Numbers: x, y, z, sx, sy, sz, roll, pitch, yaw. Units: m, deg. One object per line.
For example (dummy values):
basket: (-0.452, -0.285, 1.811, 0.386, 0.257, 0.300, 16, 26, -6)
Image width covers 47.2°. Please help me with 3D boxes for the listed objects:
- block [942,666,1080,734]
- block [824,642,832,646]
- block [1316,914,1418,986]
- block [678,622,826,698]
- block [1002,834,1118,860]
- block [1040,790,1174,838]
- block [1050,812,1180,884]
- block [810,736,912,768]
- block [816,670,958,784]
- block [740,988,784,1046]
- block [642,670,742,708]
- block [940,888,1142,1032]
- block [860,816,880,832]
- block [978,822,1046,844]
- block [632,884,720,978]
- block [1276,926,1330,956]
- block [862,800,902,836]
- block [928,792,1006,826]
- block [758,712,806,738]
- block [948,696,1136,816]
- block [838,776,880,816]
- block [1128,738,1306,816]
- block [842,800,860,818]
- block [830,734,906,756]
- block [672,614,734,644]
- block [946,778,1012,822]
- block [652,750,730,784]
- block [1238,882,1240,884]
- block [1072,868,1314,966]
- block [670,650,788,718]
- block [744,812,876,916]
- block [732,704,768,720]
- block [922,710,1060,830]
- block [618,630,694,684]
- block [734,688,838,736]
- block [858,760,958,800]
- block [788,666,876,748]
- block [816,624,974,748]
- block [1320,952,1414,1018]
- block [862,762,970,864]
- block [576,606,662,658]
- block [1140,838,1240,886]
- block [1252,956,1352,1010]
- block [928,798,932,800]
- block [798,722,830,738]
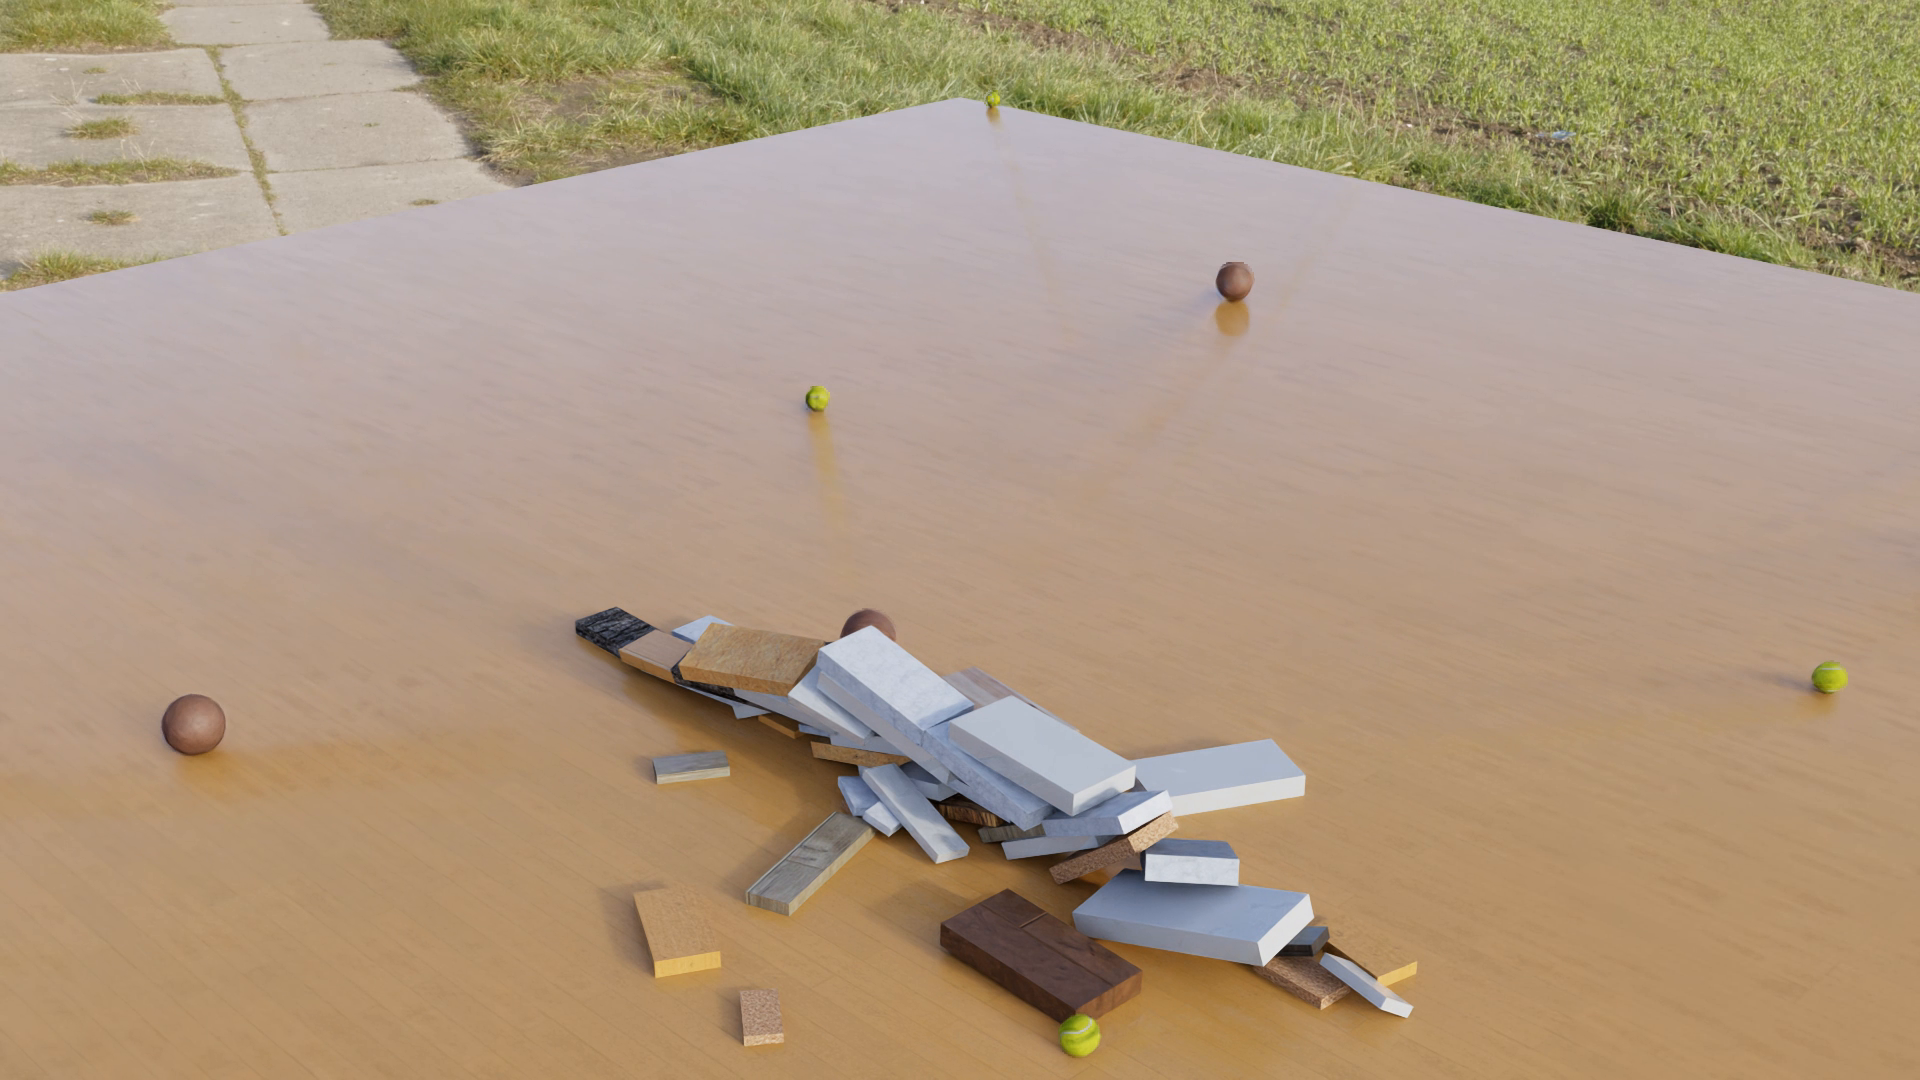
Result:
block: (0.076, 0.385, 4.792, 0.167, 0.047, 0.375, -16, 28, -33)
block: (-0.229, 0.294, 4.589, 0.096, 0.027, 0.193, -3, 48, -6)
block: (0.726, 0.743, 3.977, 0.093, 0.026, 0.186, -14, 27, -29)
block: (-0.442, 0.257, 4.711, 0.289, 0.041, 0.144, 7, 41, 26)
block: (0.210, 0.565, 4.244, 0.247, 0.035, 0.124, -16, 6, 45)
block: (0.273, 0.514, 4.120, 0.124, 0.035, 0.247, -23, 5, -33)
block: (0.289, 0.582, 4.152, 0.124, 0.035, 0.247, -25, -5, -40)
block: (-0.186, 0.432, 4.618, 0.124, 0.035, 0.247, -21, 16, -40)
block: (-0.107, 0.351, 4.457, 0.362, 0.043, 0.151, 34, 39, 27)
block: (-0.343, 0.823, 3.797, 0.067, 0.019, 0.134, -3, 23, -8)
block: (-0.574, 0.298, 4.953, 0.108, 0.030, 0.354, -31, 31, -35)
block: (0.142, 0.745, 3.924, 0.169, 0.048, 0.338, -21, 33, -39)
block: (-0.133, 0.554, 4.432, 0.122, 0.017, 0.061, -11, 25, -25)
block: (0.137, 0.554, 4.310, 0.097, 0.028, 0.194, -24, 6, -43)
block: (-0.521, 0.714, 4.034, 0.118, 0.034, 0.237, -7, 24, -16)
block: (0.576, 0.723, 3.963, 0.159, 0.023, 0.080, -6, 12, 33)
block: (-0.128, 0.540, 4.390, 0.067, 0.019, 0.134, 31, 33, 21)
block: (0.034, 0.532, 4.409, 0.194, 0.028, 0.097, 3, 20, 46)
block: (-0.379, 0.397, 4.804, 0.061, 0.017, 0.122, -21, 31, -40)
block: (0.155, 0.412, 4.235, 0.169, 0.048, 0.338, -20, 34, -39)
block: (-0.199, 0.518, 4.458, 0.067, 0.019, 0.134, 2, 21, -18)
block: (0.524, 0.492, 4.540, 0.333, 0.047, 0.166, -7, 24, -16)
block: (-0.173, 0.533, 4.482, 0.121, 0.017, 0.061, -14, 27, -29)
block: (-0.140, 0.400, 4.553, 0.247, 0.035, 0.124, 3, 18, 43)
block: (-0.550, 0.242, 5.147, 0.237, 0.034, 0.118, 20, 30, 38)
block: (0.061, 0.489, 4.364, 0.194, 0.028, 0.097, 27, 35, 36)
block: (-0.564, 0.476, 4.612, 0.152, 0.022, 0.076, -6, 24, -13)
block: (0.484, 0.673, 4.156, 0.105, 0.015, 0.053, -4, 23, -9)
block: (0.415, 0.674, 3.954, 0.408, 0.048, 0.169, 1, 23, 42)
block: (-0.417, 0.300, 4.784, 0.433, 0.041, 0.144, 13, 44, 32)
block: (-0.286, 0.623, 4.257, 0.096, 0.027, 0.336, 11, 25, 25)
block: (-0.382, 0.338, 4.837, 0.215, 0.030, 0.108, -12, 18, 18)
block: (0.083, 0.444, 4.293, 0.151, 0.043, 0.302, -18, 41, -38)
block: (-0.669, 0.264, 4.993, 0.108, 0.030, 0.215, -30, 30, -34)
block: (-0.330, 0.313, 4.669, 0.289, 0.041, 0.144, 18, 46, 36)
block: (-0.081, 0.478, 4.515, 0.124, 0.035, 0.248, -21, 18, -39)
block: (-0.248, 0.340, 4.509, 0.193, 0.027, 0.096, 28, 52, 21)
block: (-0.132, 0.293, 4.457, 0.301, 0.043, 0.151, 36, 40, 29)
block: (0.710, 0.778, 3.845, 0.080, 0.023, 0.159, 24, 5, -39)
block: (-0.089, 0.540, 4.365, 0.076, 0.022, 0.276, -8, 37, -36)
block: (-0.791, 0.226, 5.186, 0.118, 0.034, 0.237, -20, 30, -38)
block: (0.425, 0.598, 4.110, 0.166, 0.047, 0.333, 3, -2, 3)
block: (0.607, 0.775, 3.906, 0.080, 0.023, 0.159, -18, 29, -37)
block: (-0.080, 0.504, 4.519, 0.061, 0.017, 0.121, -20, 19, -39)
block: (-0.286, 0.401, 4.723, 0.061, 0.017, 0.121, -20, 15, -38)
